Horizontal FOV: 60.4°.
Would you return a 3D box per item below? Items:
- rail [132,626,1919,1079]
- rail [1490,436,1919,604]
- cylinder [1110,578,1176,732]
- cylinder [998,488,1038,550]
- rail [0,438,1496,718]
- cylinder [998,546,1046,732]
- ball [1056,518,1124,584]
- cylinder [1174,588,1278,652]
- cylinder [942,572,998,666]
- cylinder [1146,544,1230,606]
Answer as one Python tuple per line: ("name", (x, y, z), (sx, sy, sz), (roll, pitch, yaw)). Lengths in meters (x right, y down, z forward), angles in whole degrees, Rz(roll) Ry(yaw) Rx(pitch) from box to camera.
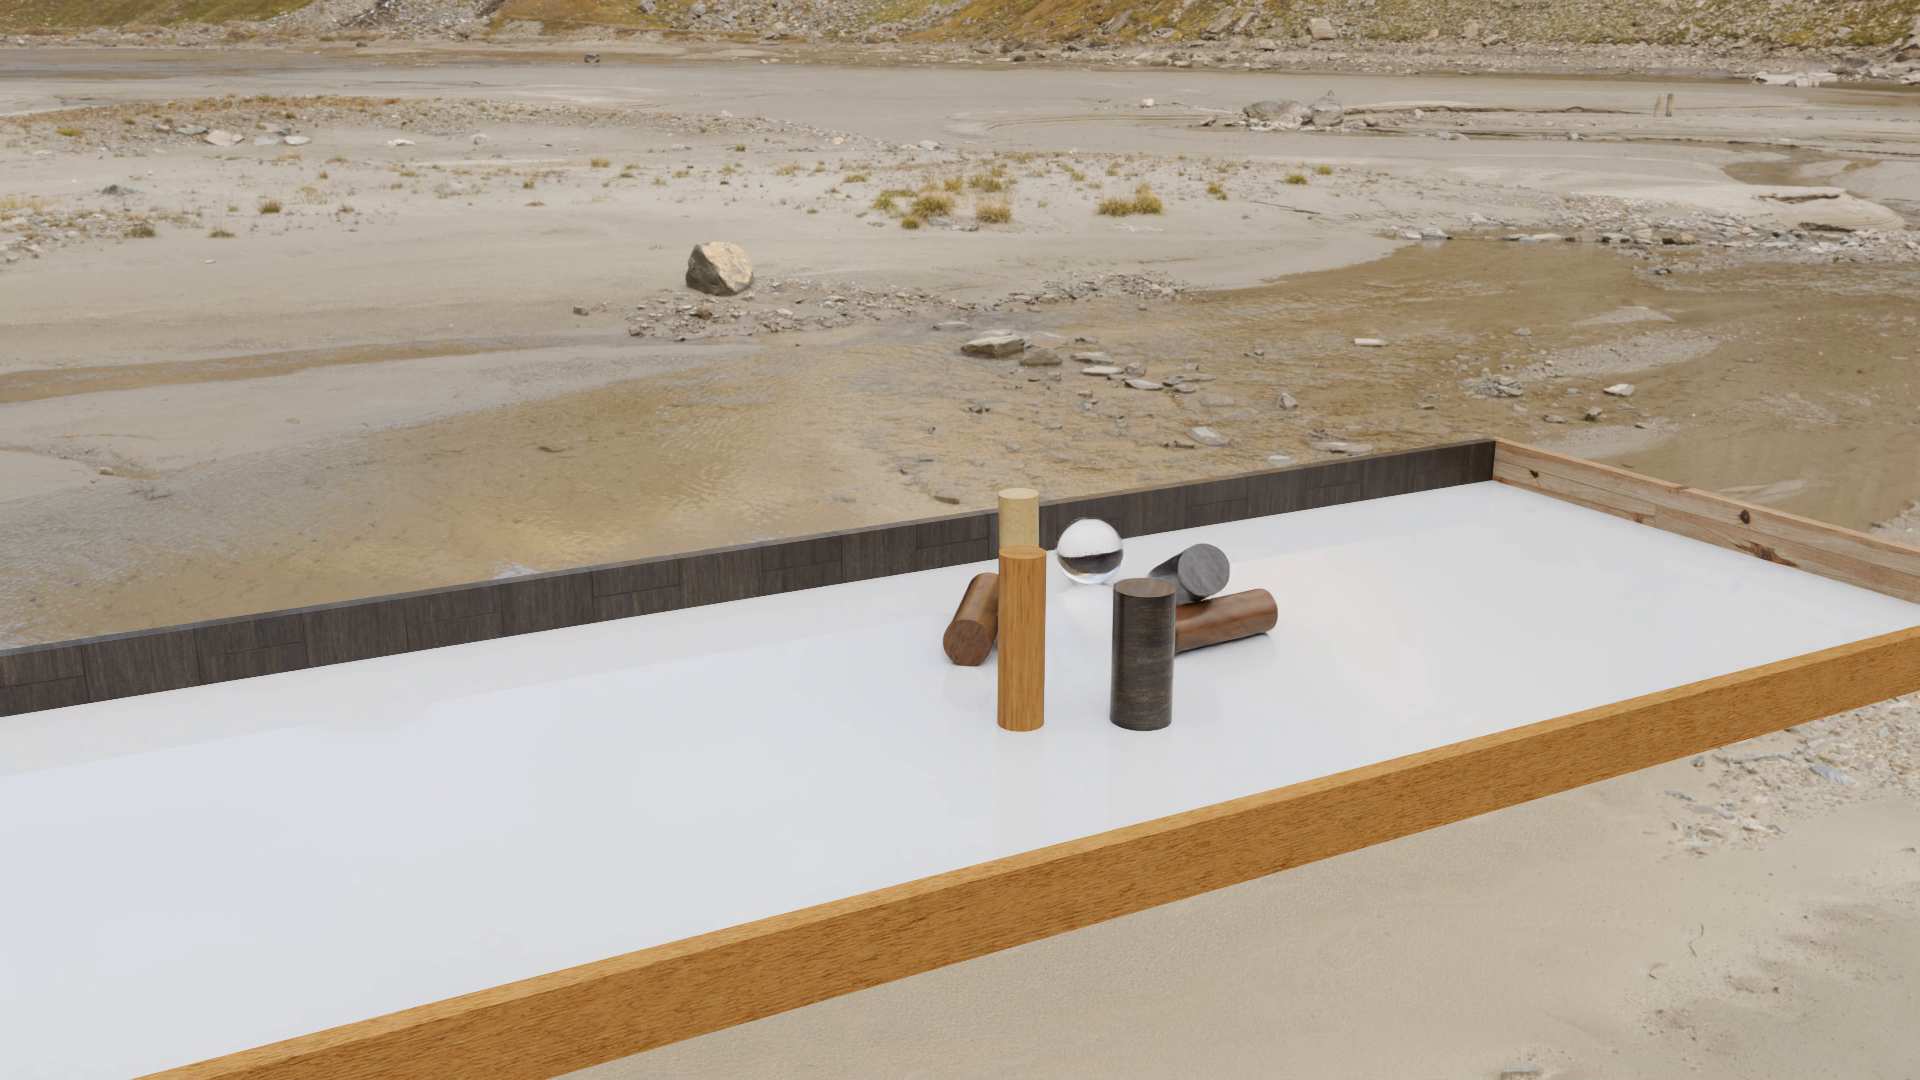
("rail", (-2.336, 1.006, 1.665), (12.000, 0.150, 0.050), (-9, 18, -27))
("rail", (2.466, -0.048, 5.253), (0.050, 0.150, 2.100), (-9, 18, -27))
("cylinder", (0.428, 0.267, 3.864), (0.147, 0.328, 0.147), (0, 16, 0))
("cylinder", (0.155, 0.082, 4.317), (0.105, 0.424, 0.105), (-1, 17, 0))
("rail", (-3.305, 0.497, 3.399), (12.000, 0.150, 0.050), (-9, 18, -27))
("cylinder", (0.143, 0.229, 3.830), (0.110, 0.420, 0.110), (0, 16, 0))
("ball", (0.385, 0.034, 4.888), (0.197, 0.197, 0.197), (0, 16, 0))
("cylinder", (0.677, 0.216, 4.407), (0.352, 0.120, 0.120), (-10, 19, -30))
("cylinder", (0.050, 0.207, 4.424), (0.127, 0.127, 0.408), (3, 17, 9))
("cylinder", (0.609, 0.106, 4.465), (0.138, 0.138, 0.418), (-2, -8, -6))
